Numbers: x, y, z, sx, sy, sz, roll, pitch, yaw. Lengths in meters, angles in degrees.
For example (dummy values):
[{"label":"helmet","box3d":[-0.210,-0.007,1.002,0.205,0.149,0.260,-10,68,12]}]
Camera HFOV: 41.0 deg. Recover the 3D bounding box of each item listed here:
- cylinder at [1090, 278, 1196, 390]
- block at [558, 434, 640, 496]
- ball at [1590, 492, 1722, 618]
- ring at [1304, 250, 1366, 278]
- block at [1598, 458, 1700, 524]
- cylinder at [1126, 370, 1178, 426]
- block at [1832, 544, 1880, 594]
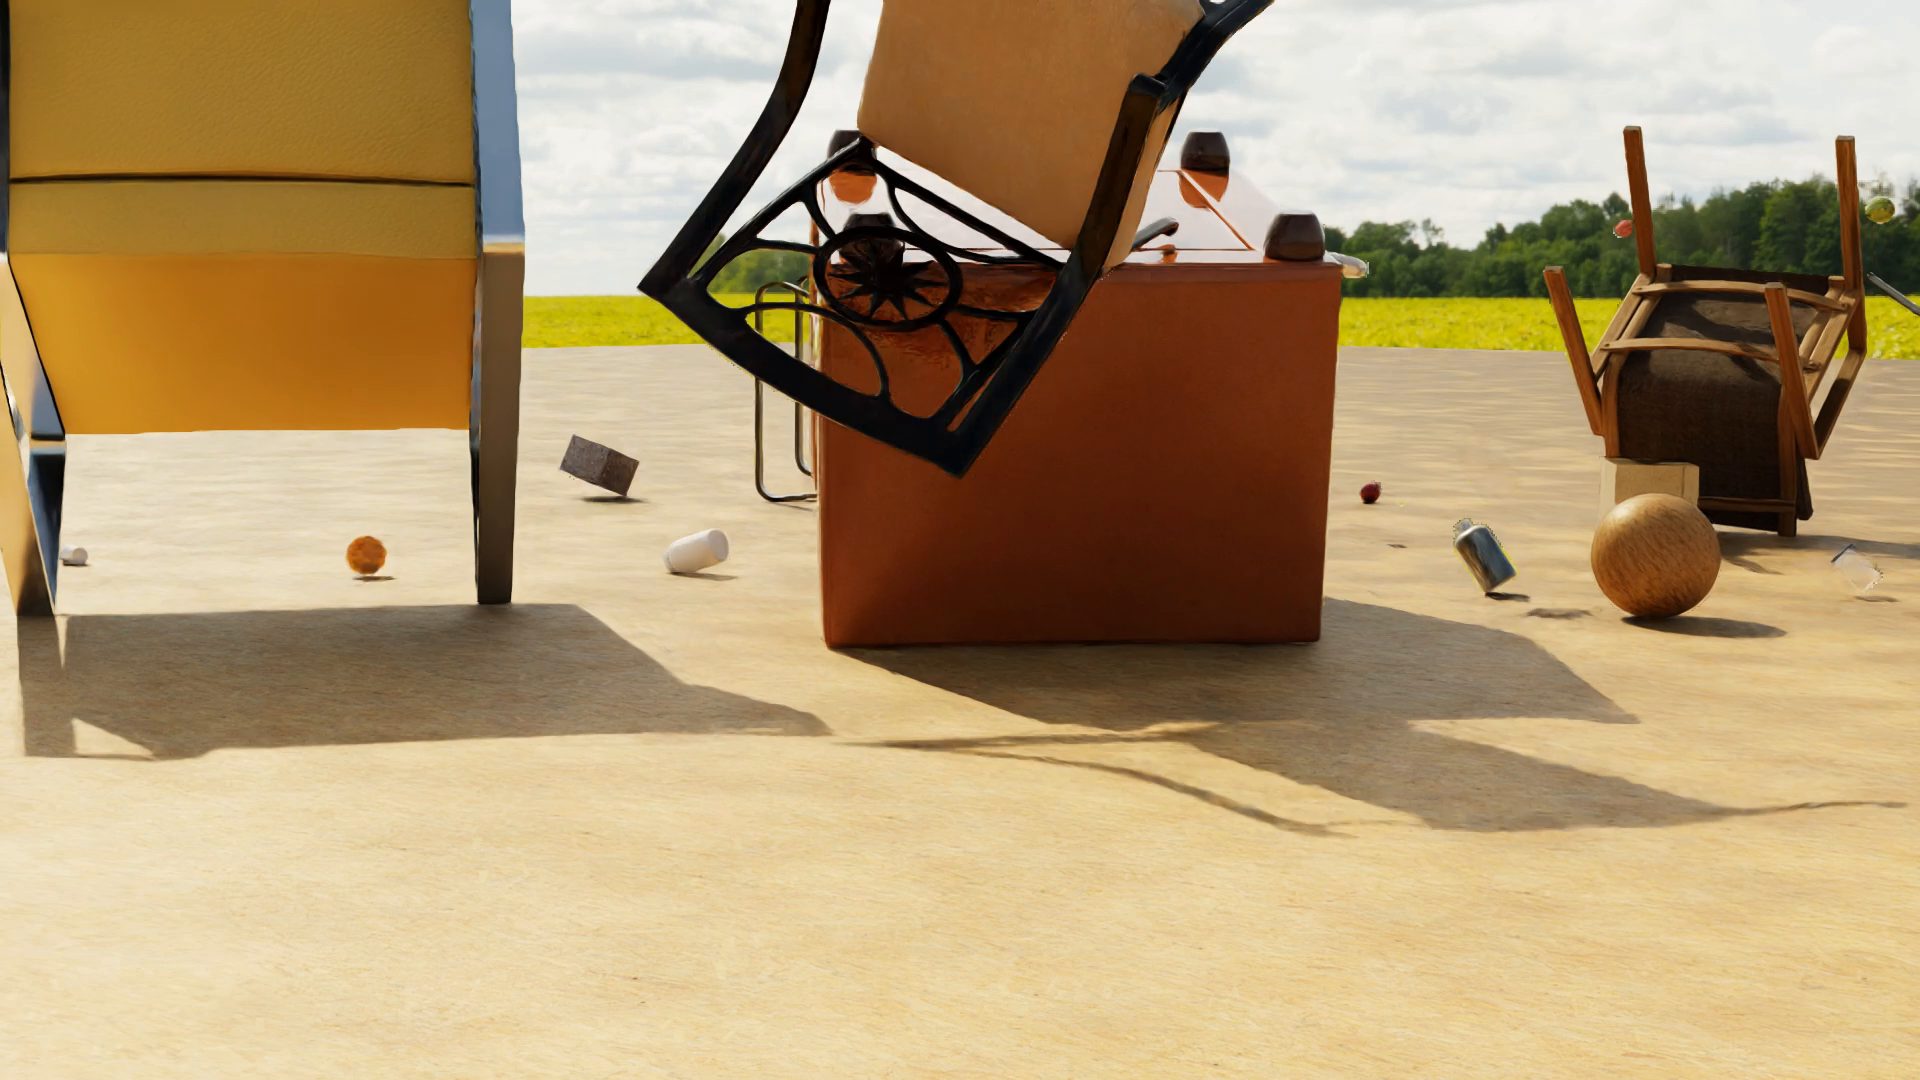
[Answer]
[{"label":"cylinder","box3d":[0.544,-0.613,7.634,0.232,0.252,0.152,-33,-19,15]},{"label":"block","box3d":[-1.076,-0.222,7.650,0.153,0.112,0.150,19,-4,31]},{"label":"ball","box3d":[1.338,0.030,4.935,0.242,0.242,0.242,0,6,0]},{"label":"ring","box3d":[0.816,-0.600,5.583,0.136,0.043,0.161,15,6,31]},{"label":"block","box3d":[1.706,-0.095,6.364,0.197,0.197,0.251,1,6,6]},{"label":"cylinder","box3d":[0.639,-0.474,8.551,0.072,0.192,0.176,25,20,36]},{"label":"block","box3d":[1.845,0.060,5.282,0.053,0.084,0.059,-43,-19,11]}]
